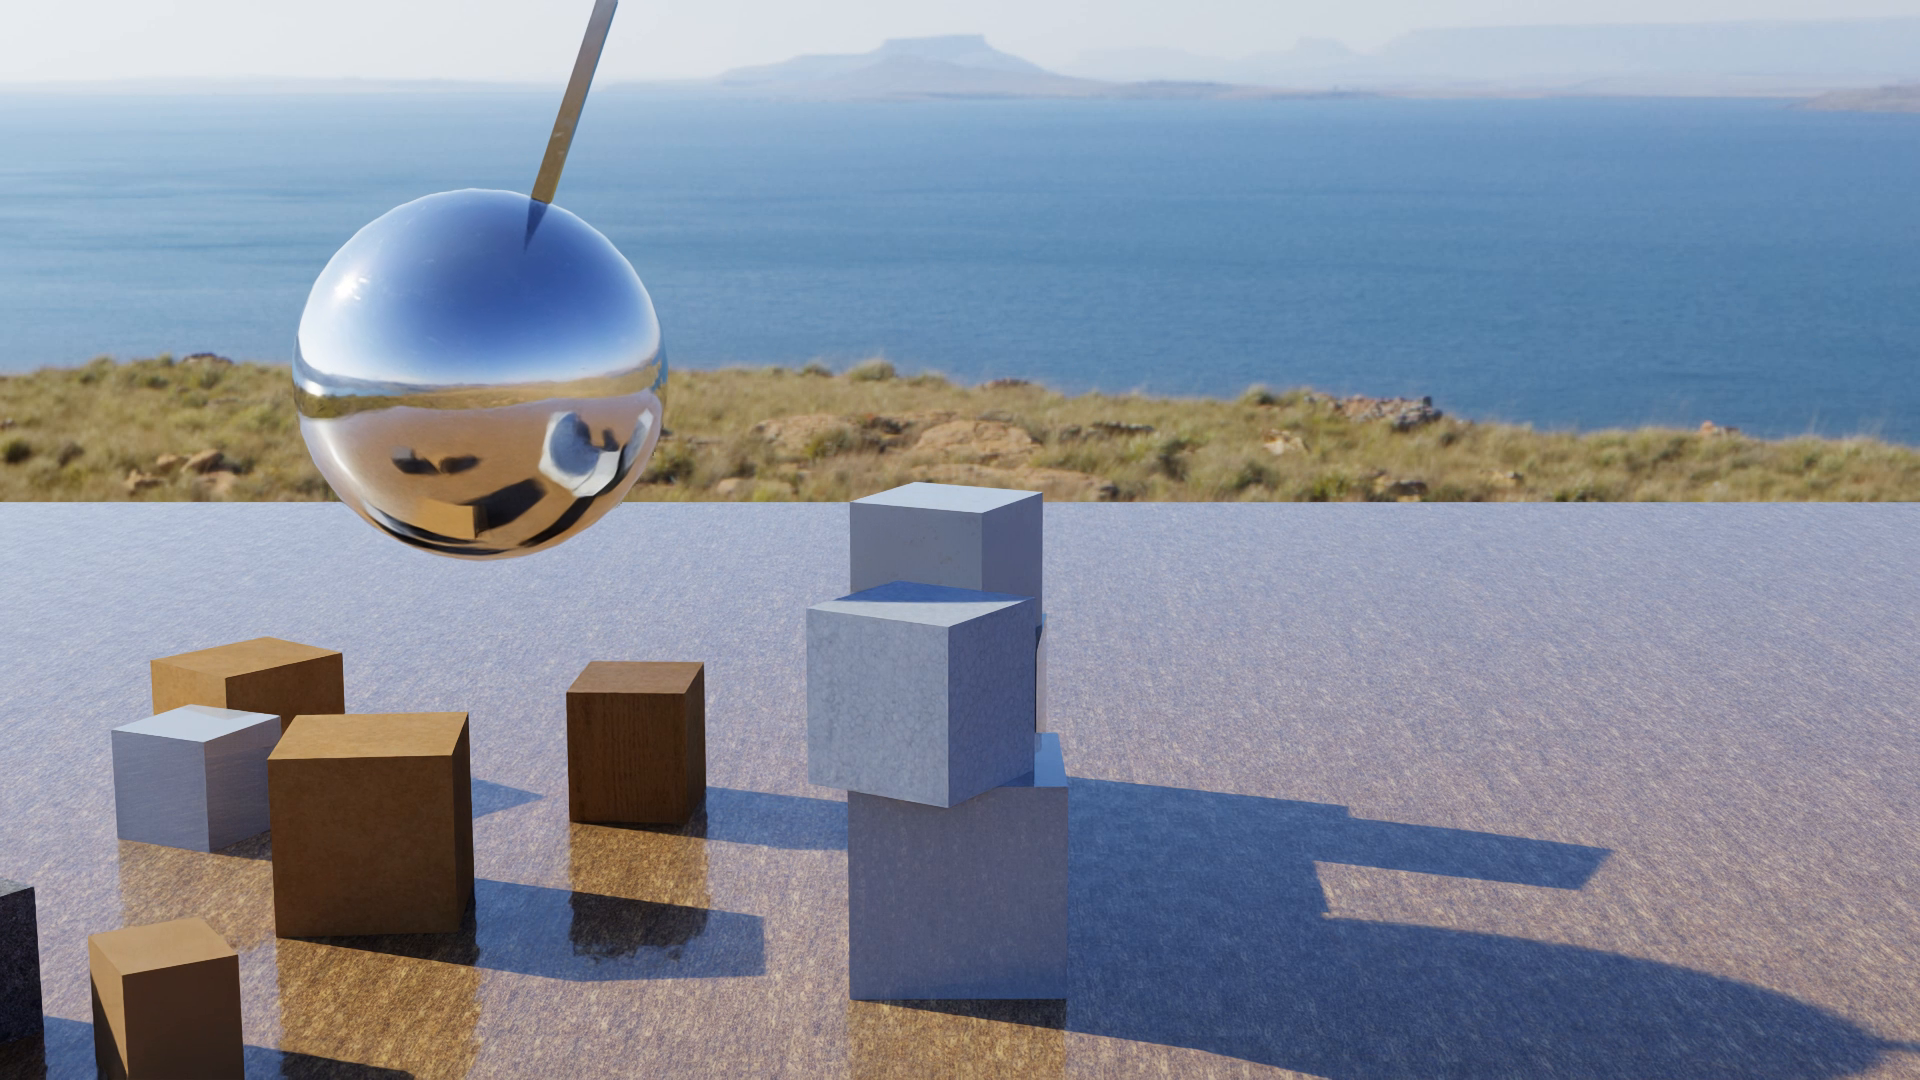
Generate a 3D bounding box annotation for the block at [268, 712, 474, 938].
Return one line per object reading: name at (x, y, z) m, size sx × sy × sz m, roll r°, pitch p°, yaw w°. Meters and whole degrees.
block at (-2.482, 1.193, 10.886) m, size 0.739 × 0.757 × 0.729 m, roll -1°, pitch 10°, yaw -5°

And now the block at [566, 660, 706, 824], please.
block at (-1.561, 0.972, 12.442) m, size 0.563 × 0.635 × 0.653 m, roll 0°, pitch 10°, yaw 2°

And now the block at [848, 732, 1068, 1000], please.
block at (-0.012, 1.277, 10.183) m, size 0.834 × 0.843 × 0.810 m, roll 0°, pitch 10°, yaw -1°

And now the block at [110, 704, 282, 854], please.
block at (-3.559, 1.108, 12.008) m, size 0.544 × 0.523 × 0.532 m, roll 5°, pitch 11°, yaw 24°

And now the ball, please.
ball at (-2.057, -0.707, 11.052) m, size 1.600 × 1.600 × 1.600 m, roll 0°, pitch 10°, yaw 0°

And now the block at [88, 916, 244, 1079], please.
block at (-2.821, 1.662, 9.115) m, size 0.399 × 0.469 × 0.487 m, roll -6°, pitch 12°, yaw -31°

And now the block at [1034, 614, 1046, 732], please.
block at (0.002, 0.851, 12.558) m, size 0.795 × 0.833 × 0.880 m, roll 1°, pitch 10°, yaw 5°

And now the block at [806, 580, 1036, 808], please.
block at (-0.145, 0.573, 9.795) m, size 0.632 × 0.682 × 0.628 m, roll 6°, pitch 12°, yaw 31°

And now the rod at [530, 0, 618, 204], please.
rod at (-0.891, -3.850, 10.480) m, size 0.080 × 5.200 × 0.080 m, roll 20°, pitch 10°, yaw -4°

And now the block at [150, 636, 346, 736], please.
block at (-3.571, 0.892, 12.907) m, size 0.611 × 0.628 × 0.703 m, roll 8°, pitch 13°, yaw 38°

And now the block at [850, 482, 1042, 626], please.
block at (-0.061, 0.117, 12.428) m, size 0.703 × 0.659 × 0.674 m, roll 5°, pitch 12°, yaw 26°

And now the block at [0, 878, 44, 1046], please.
block at (-3.825, 1.563, 9.412) m, size 0.614 × 0.558 × 0.591 m, roll 7°, pitch 12°, yaw 32°
